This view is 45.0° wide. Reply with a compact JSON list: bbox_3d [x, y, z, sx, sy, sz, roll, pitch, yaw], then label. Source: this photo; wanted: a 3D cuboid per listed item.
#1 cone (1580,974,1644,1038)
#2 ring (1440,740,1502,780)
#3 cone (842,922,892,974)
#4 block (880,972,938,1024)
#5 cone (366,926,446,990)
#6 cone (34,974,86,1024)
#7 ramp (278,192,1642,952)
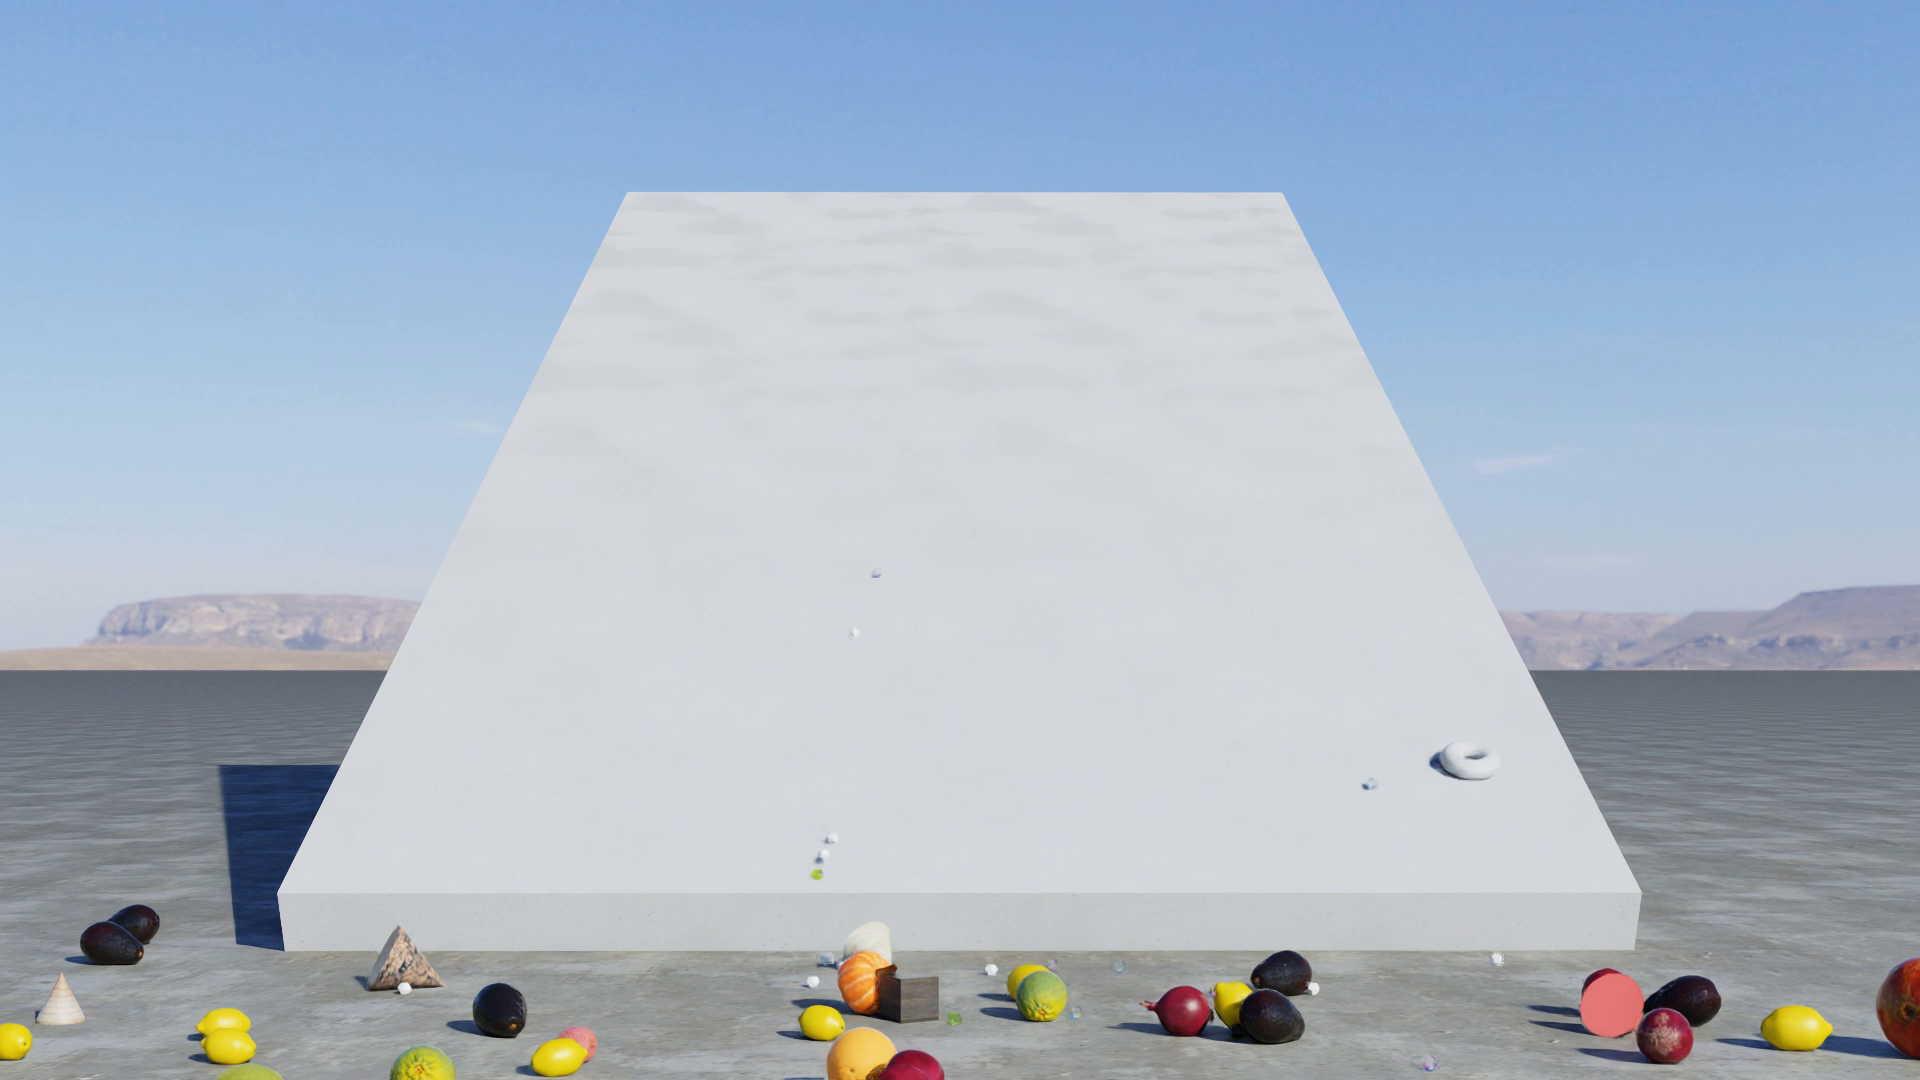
[{"bbox_3d":[0.770,0.552,2.677,0.077,0.077,0.077,-3,-31,43],"label":"cone"},{"bbox_3d":[0.824,0.355,3.735,0.098,0.033,0.098,-1,24,0],"label":"ring"},{"bbox_3d":[-0.111,0.579,3.190,0.076,0.076,0.076,2,23,-31],"label":"cone"},{"bbox_3d":[-0.061,0.548,2.774,0.052,0.052,0.052,2,-4,-31],"label":"block"},{"bbox_3d":[-0.716,0.568,3.043,0.092,0.092,0.092,29,-11,-15],"label":"cone"},{"bbox_3d":[-1.071,0.544,2.759,0.058,0.058,0.058,0,-3,0],"label":"cone"},{"bbox_3d":[-0.007,-0.226,5.250,2.000,0.100,4.000,0,23,0],"label":"ramp"}]
